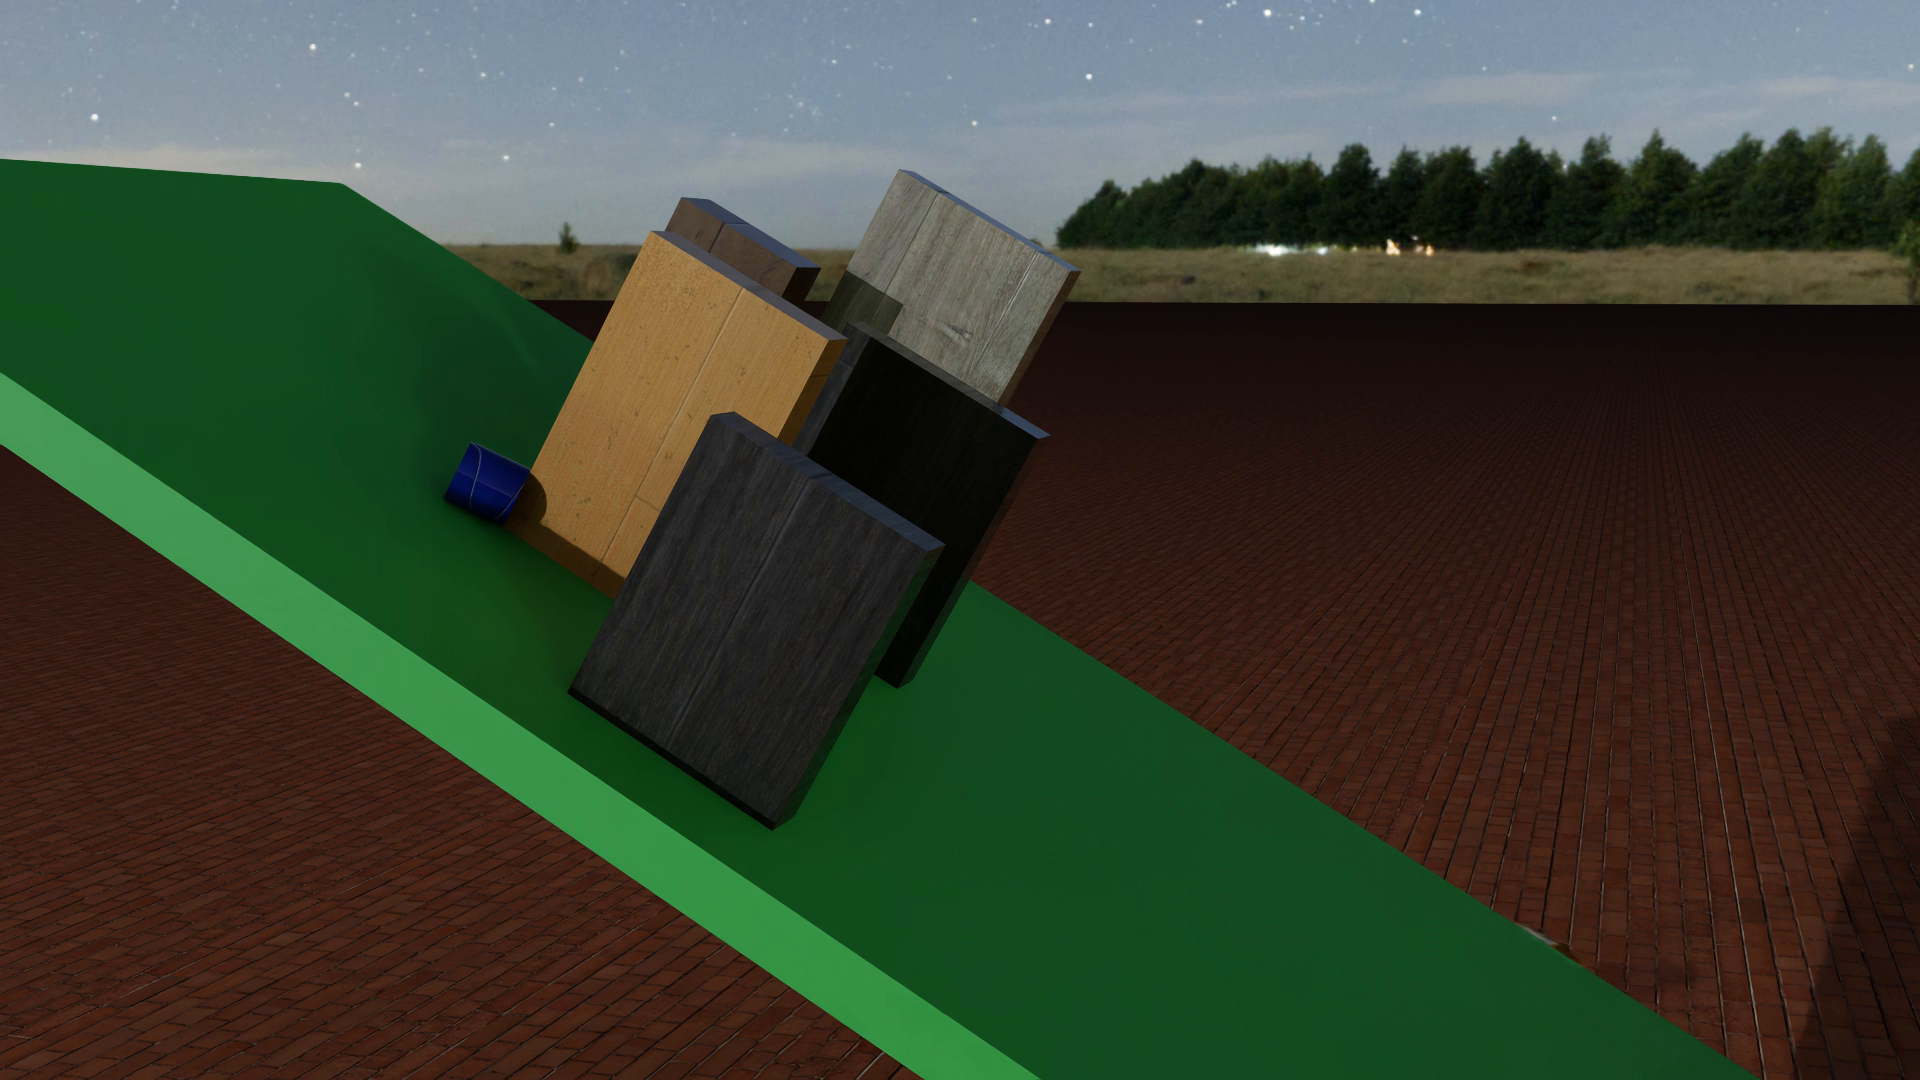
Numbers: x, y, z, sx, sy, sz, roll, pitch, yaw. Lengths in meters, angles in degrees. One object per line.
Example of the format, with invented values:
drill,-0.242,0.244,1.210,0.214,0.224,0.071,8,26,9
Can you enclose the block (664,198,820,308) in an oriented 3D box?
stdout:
block,-0.559,-0.420,4.662,0.293,0.528,0.145,32,15,11

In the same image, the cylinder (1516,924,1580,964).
cylinder,1.442,1.087,5.563,0.189,0.189,0.189,-2,7,-14

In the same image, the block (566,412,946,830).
block,-0.314,0.122,3.339,0.389,0.500,0.089,32,15,11

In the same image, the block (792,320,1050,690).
block,-0.152,-0.068,4.187,0.427,0.554,0.092,32,15,11

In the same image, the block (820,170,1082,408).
block,-0.121,-0.341,4.716,0.429,0.783,0.097,32,15,11

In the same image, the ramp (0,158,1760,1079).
ramp,-0.190,0.314,4.131,4.000,0.100,2.000,32,15,11

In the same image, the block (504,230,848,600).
block,-0.501,-0.184,3.833,0.371,0.596,0.098,32,15,11
